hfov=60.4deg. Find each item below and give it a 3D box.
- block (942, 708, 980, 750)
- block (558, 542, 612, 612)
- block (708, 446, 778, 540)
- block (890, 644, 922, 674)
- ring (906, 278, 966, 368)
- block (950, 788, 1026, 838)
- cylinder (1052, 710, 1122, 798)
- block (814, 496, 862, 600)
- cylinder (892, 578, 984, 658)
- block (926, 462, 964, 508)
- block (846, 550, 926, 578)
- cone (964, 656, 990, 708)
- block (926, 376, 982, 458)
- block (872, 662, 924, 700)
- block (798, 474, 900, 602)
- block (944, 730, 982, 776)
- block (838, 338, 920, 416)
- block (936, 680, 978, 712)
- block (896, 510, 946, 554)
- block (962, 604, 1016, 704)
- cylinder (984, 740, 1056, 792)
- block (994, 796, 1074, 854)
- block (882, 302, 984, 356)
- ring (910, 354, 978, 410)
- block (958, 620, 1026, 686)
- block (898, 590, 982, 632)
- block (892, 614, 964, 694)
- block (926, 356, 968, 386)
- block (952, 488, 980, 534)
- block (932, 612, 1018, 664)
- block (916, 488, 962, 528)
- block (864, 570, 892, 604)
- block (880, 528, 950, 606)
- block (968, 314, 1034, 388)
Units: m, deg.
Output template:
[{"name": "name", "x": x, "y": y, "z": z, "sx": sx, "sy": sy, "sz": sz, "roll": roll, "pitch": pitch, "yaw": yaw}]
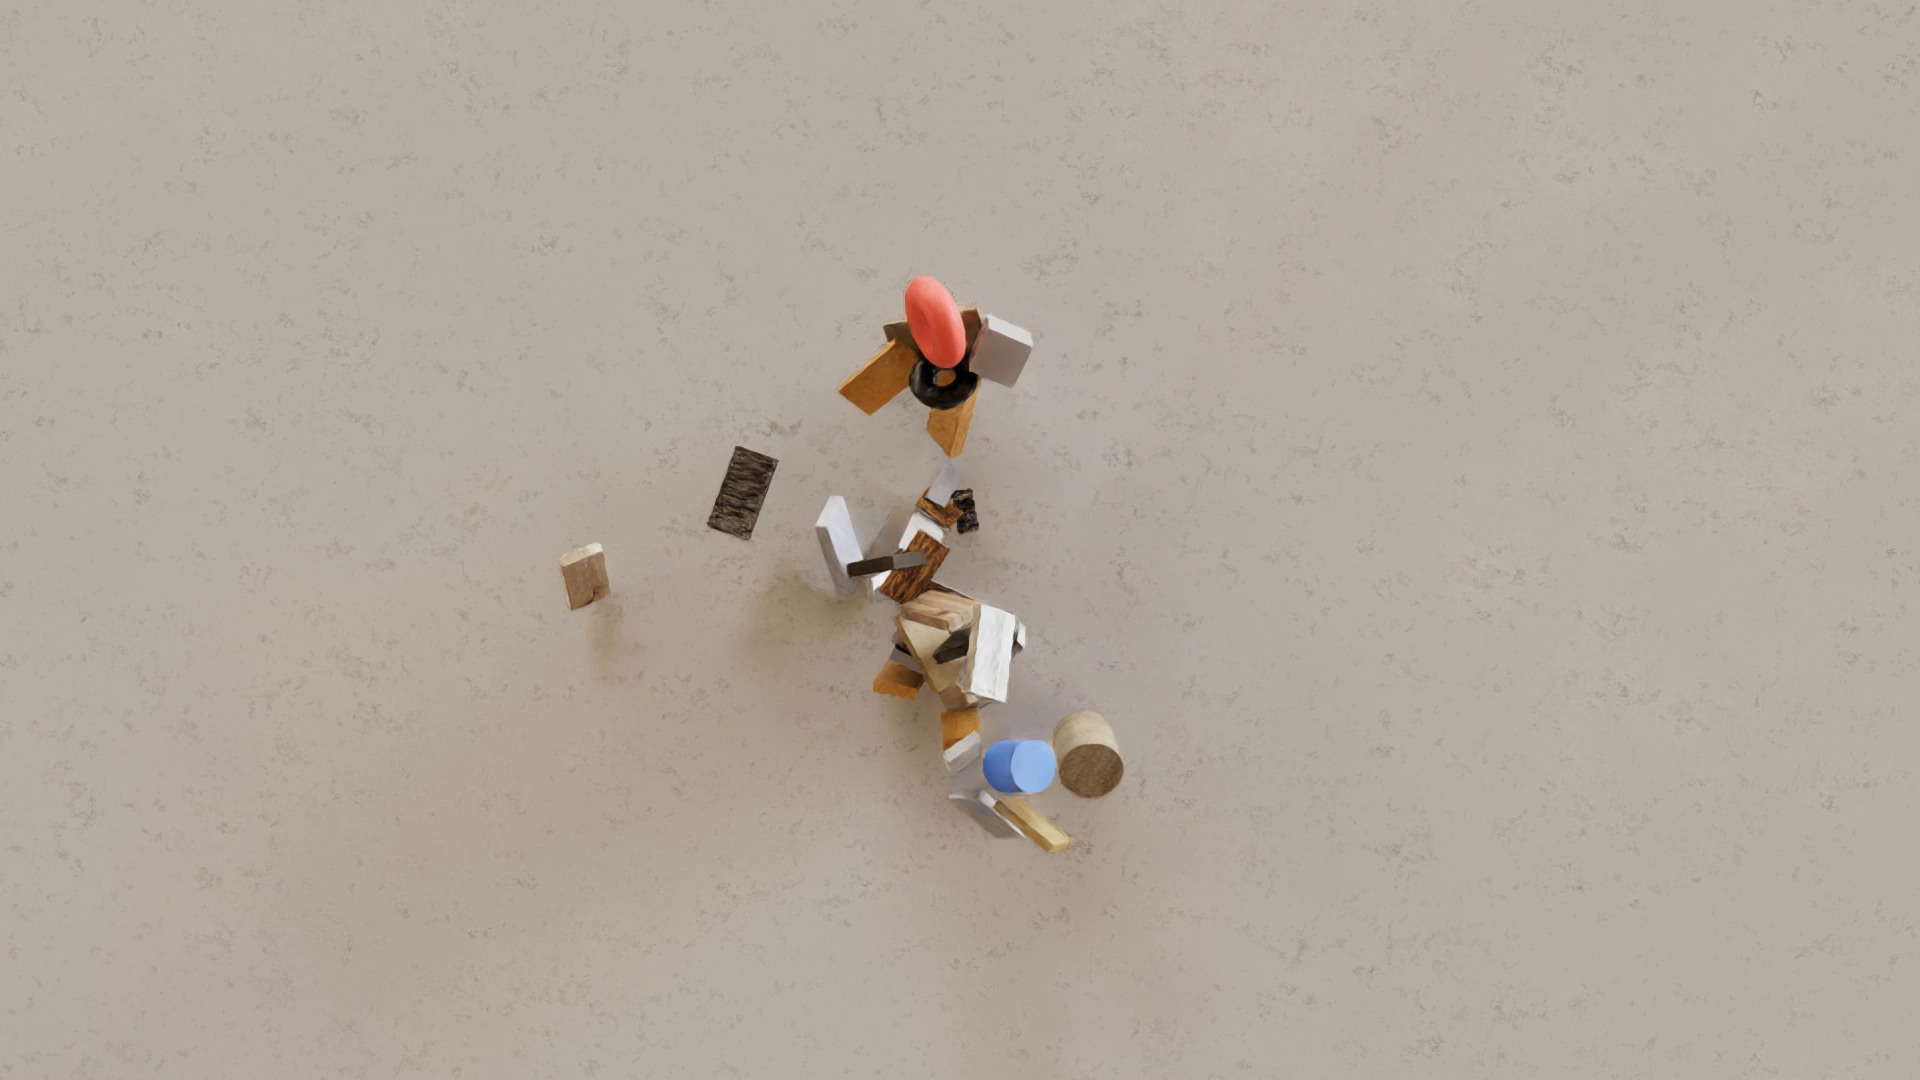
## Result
[{"name": "block", "x": 0.003, "y": 0.614, "z": 5.380, "sx": 0.119, "sy": 0.239, "sz": 0.034, "roll": -6, "pitch": 106, "yaw": 0}, {"name": "block", "x": -1.218, "y": 0.120, "z": 5.352, "sx": 0.139, "sy": 0.278, "sz": 0.039, "roll": -24, "pitch": 63, "yaw": -20}, {"name": "block", "x": -0.703, "y": -0.152, "z": 5.337, "sx": 0.139, "sy": 0.039, "sz": 0.278, "roll": 19, "pitch": 86, "yaw": 15}, {"name": "block", "x": -0.155, "y": 0.384, "z": 5.364, "sx": 0.135, "sy": 0.271, "sz": 0.038, "roll": 25, "pitch": 92, "yaw": 0}, {"name": "ring", "x": -0.076, "y": -0.661, "z": 5.032, "sx": 0.096, "sy": 0.289, "sz": 0.289, "roll": -24, "pitch": 90, "yaw": -17}, {"name": "block", "x": 0.092, "y": 0.883, "z": 5.320, "sx": 0.277, "sy": 0.120, "sz": 0.034, "roll": 46, "pitch": 52, "yaw": -38}, {"name": "cylinder", "x": 0.412, "y": 0.697, "z": 5.363, "sx": 0.206, "sy": 0.206, "sz": 0.206, "roll": -2, "pitch": 114, "yaw": -4}, {"name": "block", "x": -0.373, "y": 0.026, "z": 5.167, "sx": 0.042, "sy": 0.150, "sz": 0.300, "roll": 1, "pitch": 131, "yaw": 20}, {"name": "cylinder", "x": -0.068, "y": 0.269, "z": 5.382, "sx": 0.235, "sy": 0.235, "sz": 0.235, "roll": 25, "pitch": 90, "yaw": 0}, {"name": "block", "x": -0.050, "y": -0.182, "z": 5.469, "sx": 0.071, "sy": 0.020, "sz": 0.141, "roll": 27, "pitch": 78, "yaw": 10}, {"name": "block", "x": -0.224, "y": 0.073, "z": 5.102, "sx": 0.150, "sy": 0.300, "sz": 0.042, "roll": -10, "pitch": 89, "yaw": 18}, {"name": "cone", "x": 0.046, "y": 0.473, "z": 5.409, "sx": 0.182, "sy": 0.182, "sz": 0.182, "roll": 0, "pitch": 90, "yaw": 0}, {"name": "block", "x": -0.021, "y": -0.440, "z": 5.343, "sx": 0.045, "sy": 0.315, "sz": 0.157, "roll": -12, "pitch": 46, "yaw": -31}, {"name": "block", "x": -0.193, "y": 0.454, "z": 5.358, "sx": 0.135, "sy": 0.271, "sz": 0.038, "roll": 10, "pitch": 100, "yaw": 5}, {"name": "block", "x": -0.368, "y": -0.006, "z": 5.479, "sx": 0.150, "sy": 0.042, "sz": 0.408, "roll": 31, "pitch": 90, "yaw": 0}, {"name": "block", "x": 0.009, "y": 0.665, "z": 5.138, "sx": 0.119, "sy": 0.238, "sz": 0.034, "roll": -35, "pitch": 74, "yaw": -10}, {"name": "block", "x": -0.249, "y": -0.522, "z": 5.298, "sx": 0.139, "sy": 0.039, "sz": 0.278, "roll": 36, "pitch": 128, "yaw": -25}, {"name": "block", "x": -0.021, "y": 0.490, "z": 5.382, "sx": 0.034, "sy": 0.239, "sz": 0.119, "roll": -32, "pitch": 91, "yaw": -21}, {"name": "block", "x": -0.125, "y": -0.003, "z": 5.392, "sx": 0.118, "sy": 0.236, "sz": 0.033, "roll": 24, "pitch": 124, "yaw": -1}, {"name": "block", "x": 0.087, "y": 0.334, "z": 4.839, "sx": 0.133, "sy": 0.038, "sz": 0.266, "roll": 20, "pitch": 69, "yaw": -36}, {"name": "cylinder", "x": 0.183, "y": 0.698, "z": 5.094, "sx": 0.163, "sy": 0.163, "sz": 0.163, "roll": 4, "pitch": 81, "yaw": -30}, {"name": "block", "x": 0.229, "y": 0.889, "z": 5.161, "sx": 0.240, "sy": 0.120, "sz": 0.034, "roll": 36, "pitch": 108, "yaw": 31}, {"name": "block", "x": -0.071, "y": -0.649, "z": 5.219, "sx": 0.315, "sy": 0.045, "sz": 0.157, "roll": -8, "pitch": 126, "yaw": 17}, {"name": "ring", "x": -0.050, "y": -0.506, "z": 5.162, "sx": 0.219, "sy": 0.073, "sz": 0.219, "roll": -4, "pitch": 62, "yaw": 7}, {"name": "block", "x": 0.101, "y": 0.359, "z": 5.140, "sx": 0.240, "sy": 0.120, "sz": 0.034, "roll": -36, "pitch": 110, "yaw": 21}, {"name": "block", "x": -0.061, "y": 0.217, "z": 5.079, "sx": 0.133, "sy": 0.266, "sz": 0.038, "roll": -28, "pitch": 113, "yaw": -31}, {"name": "block", "x": -0.092, "y": 0.332, "z": 5.217, "sx": 0.135, "sy": 0.038, "sz": 0.271, "roll": -32, "pitch": 96, "yaw": -30}, {"name": "block", "x": -0.003, "y": -0.598, "z": 5.356, "sx": 0.157, "sy": 0.315, "sz": 0.045, "roll": 21, "pitch": 53, "yaw": 1}, {"name": "block", "x": 0.017, "y": -0.096, "z": 5.490, "sx": 0.071, "sy": 0.020, "sz": 0.141, "roll": -11, "pitch": 90, "yaw": 0}, {"name": "block", "x": 0.047, "y": 0.306, "z": 5.114, "sx": 0.266, "sy": 0.133, "sz": 0.038, "roll": -22, "pitch": 106, "yaw": 44}, {"name": "block", "x": -0.069, "y": -0.105, "z": 5.471, "sx": 0.141, "sy": 0.020, "sz": 0.071, "roll": 34, "pitch": 81, "yaw": 11}, {"name": "block", "x": -0.210, "y": 0.131, "z": 5.405, "sx": 0.236, "sy": 0.033, "sz": 0.118, "roll": -11, "pitch": 90, "yaw": -45}, {"name": "block", "x": -0.145, "y": 0.094, "z": 5.274, "sx": 0.118, "sy": 0.033, "sz": 0.236, "roll": 34, "pitch": 97, "yaw": -3}, {"name": "block", "x": 0.124, "y": -0.583, "z": 5.102, "sx": 0.148, "sy": 0.148, "sz": 0.148, "roll": 22, "pitch": 112, "yaw": -10}]
